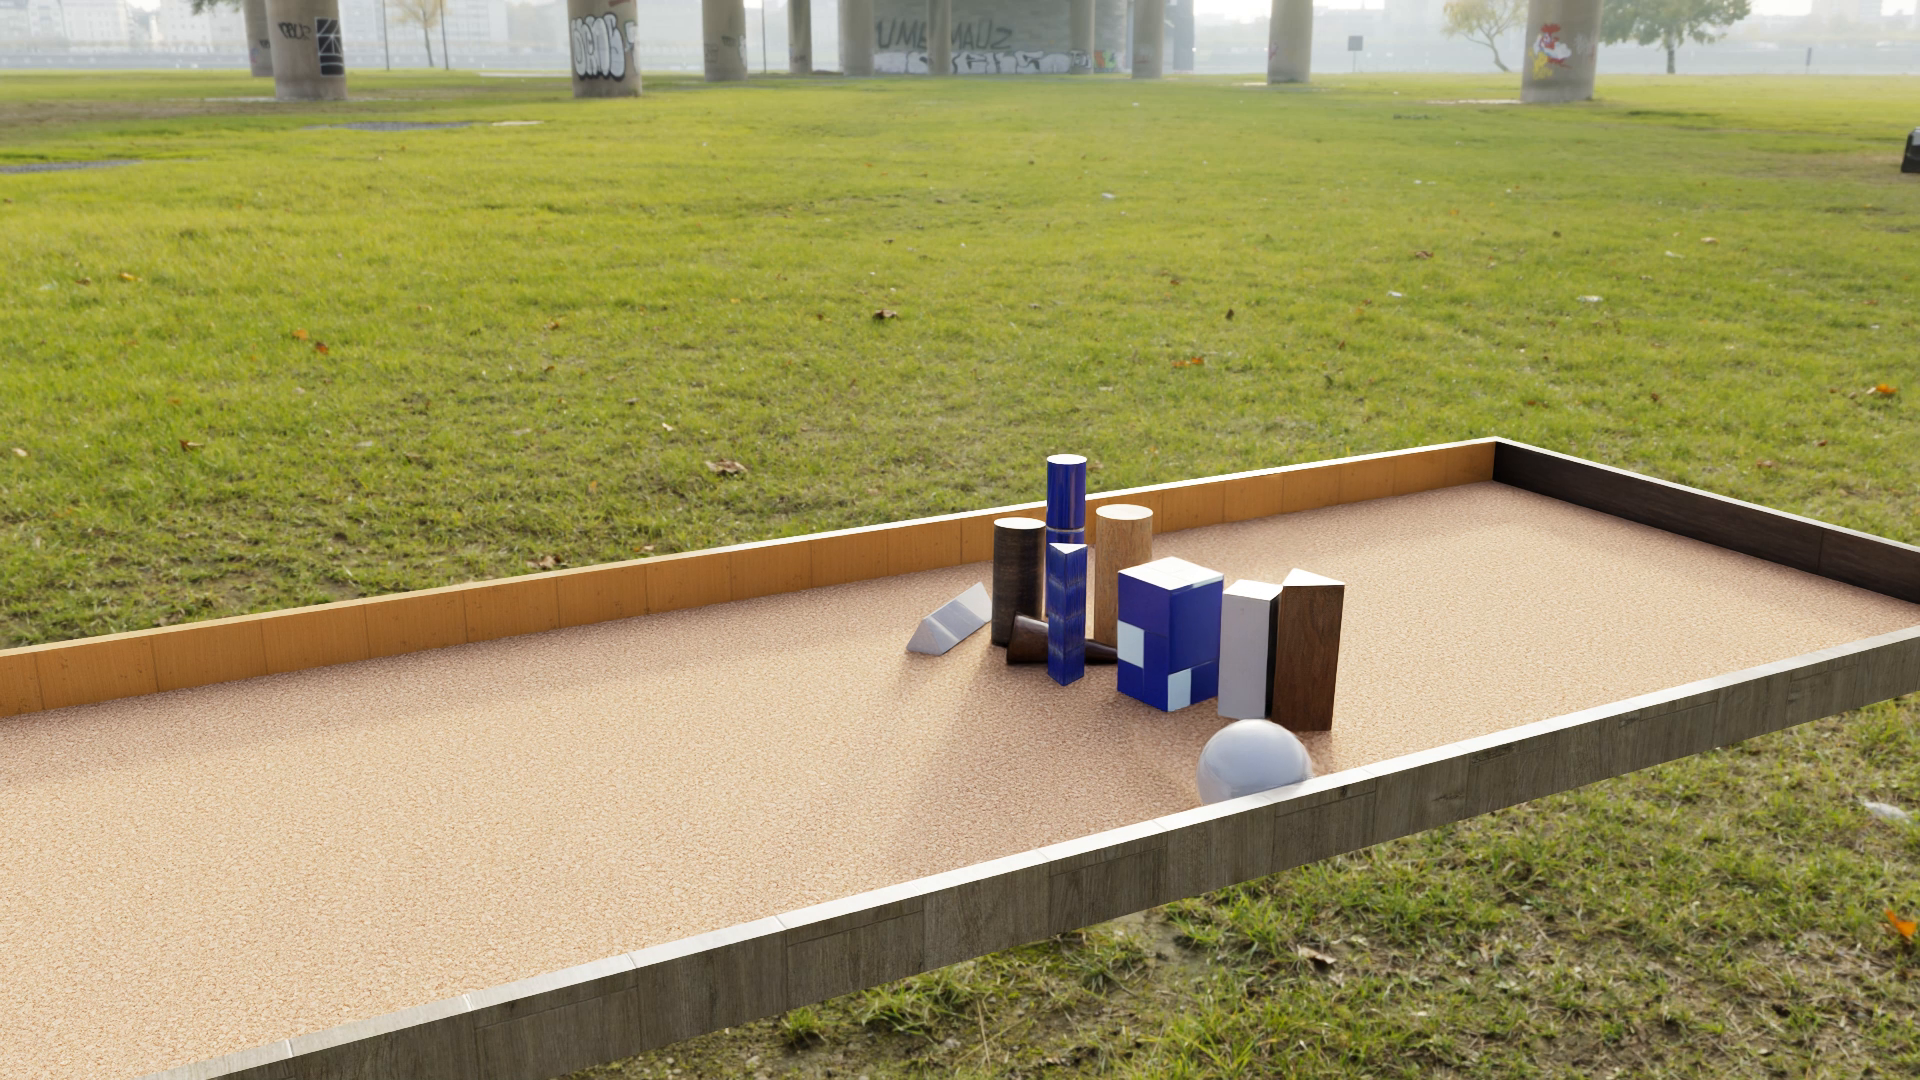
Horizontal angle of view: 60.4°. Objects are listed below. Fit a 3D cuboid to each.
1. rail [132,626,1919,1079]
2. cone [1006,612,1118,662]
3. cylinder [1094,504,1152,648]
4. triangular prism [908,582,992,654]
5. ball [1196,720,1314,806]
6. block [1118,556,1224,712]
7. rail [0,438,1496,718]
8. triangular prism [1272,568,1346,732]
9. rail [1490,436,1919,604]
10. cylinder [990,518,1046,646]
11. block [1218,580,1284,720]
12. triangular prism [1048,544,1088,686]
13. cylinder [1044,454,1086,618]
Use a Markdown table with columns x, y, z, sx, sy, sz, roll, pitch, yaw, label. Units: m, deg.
| x | y | z | sx | sy | sz | roll | pitch | yaw | label |
| --- | --- | --- | --- | --- | --- | --- | --- | --- | --- |
| -2.336 | 1.006 | 1.665 | 12.000 | 0.150 | 0.050 | -9 | 18 | -27 | rail |
| 0.321 | 0.284 | 4.272 | 0.384 | 0.135 | 0.135 | 10 | 17 | 0 | cone |
| 0.426 | 0.107 | 4.322 | 0.145 | 0.376 | 0.145 | 0 | 16 | 0 | cylinder |
| -0.019 | 0.206 | 4.482 | 0.107 | 0.093 | 0.350 | 8 | 18 | 24 | triangular prism |
| 0.593 | 0.477 | 3.318 | 0.233 | 0.233 | 0.233 | 0 | 16 | 0 | ball |
| 0.511 | 0.228 | 4.019 | 0.179 | 0.312 | 0.179 | -14 | 21 | -35 | block |
| -3.305 | 0.497 | 3.399 | 12.000 | 0.150 | 0.050 | -9 | 18 | -27 | rail |
| 0.790 | 0.256 | 3.850 | 0.147 | 0.355 | 0.127 | -1 | 15 | -9 | triangular prism |
| 2.466 | -0.048 | 5.253 | 0.050 | 0.150 | 2.100 | -9 | 18 | -27 | rail |
| 0.154 | 0.111 | 4.397 | 0.135 | 0.319 | 0.135 | 1 | 13 | 0 | cylinder |
| 0.692 | 0.264 | 3.912 | 0.116 | 0.307 | 0.116 | 9 | 19 | 29 | block |
| 0.256 | 0.182 | 4.121 | 0.079 | 0.347 | 0.091 | 13 | 20 | 36 | triangular prism |
| 0.293 | -0.006 | 4.581 | 0.108 | 0.448 | 0.108 | 0 | 16 | 0 | cylinder |
